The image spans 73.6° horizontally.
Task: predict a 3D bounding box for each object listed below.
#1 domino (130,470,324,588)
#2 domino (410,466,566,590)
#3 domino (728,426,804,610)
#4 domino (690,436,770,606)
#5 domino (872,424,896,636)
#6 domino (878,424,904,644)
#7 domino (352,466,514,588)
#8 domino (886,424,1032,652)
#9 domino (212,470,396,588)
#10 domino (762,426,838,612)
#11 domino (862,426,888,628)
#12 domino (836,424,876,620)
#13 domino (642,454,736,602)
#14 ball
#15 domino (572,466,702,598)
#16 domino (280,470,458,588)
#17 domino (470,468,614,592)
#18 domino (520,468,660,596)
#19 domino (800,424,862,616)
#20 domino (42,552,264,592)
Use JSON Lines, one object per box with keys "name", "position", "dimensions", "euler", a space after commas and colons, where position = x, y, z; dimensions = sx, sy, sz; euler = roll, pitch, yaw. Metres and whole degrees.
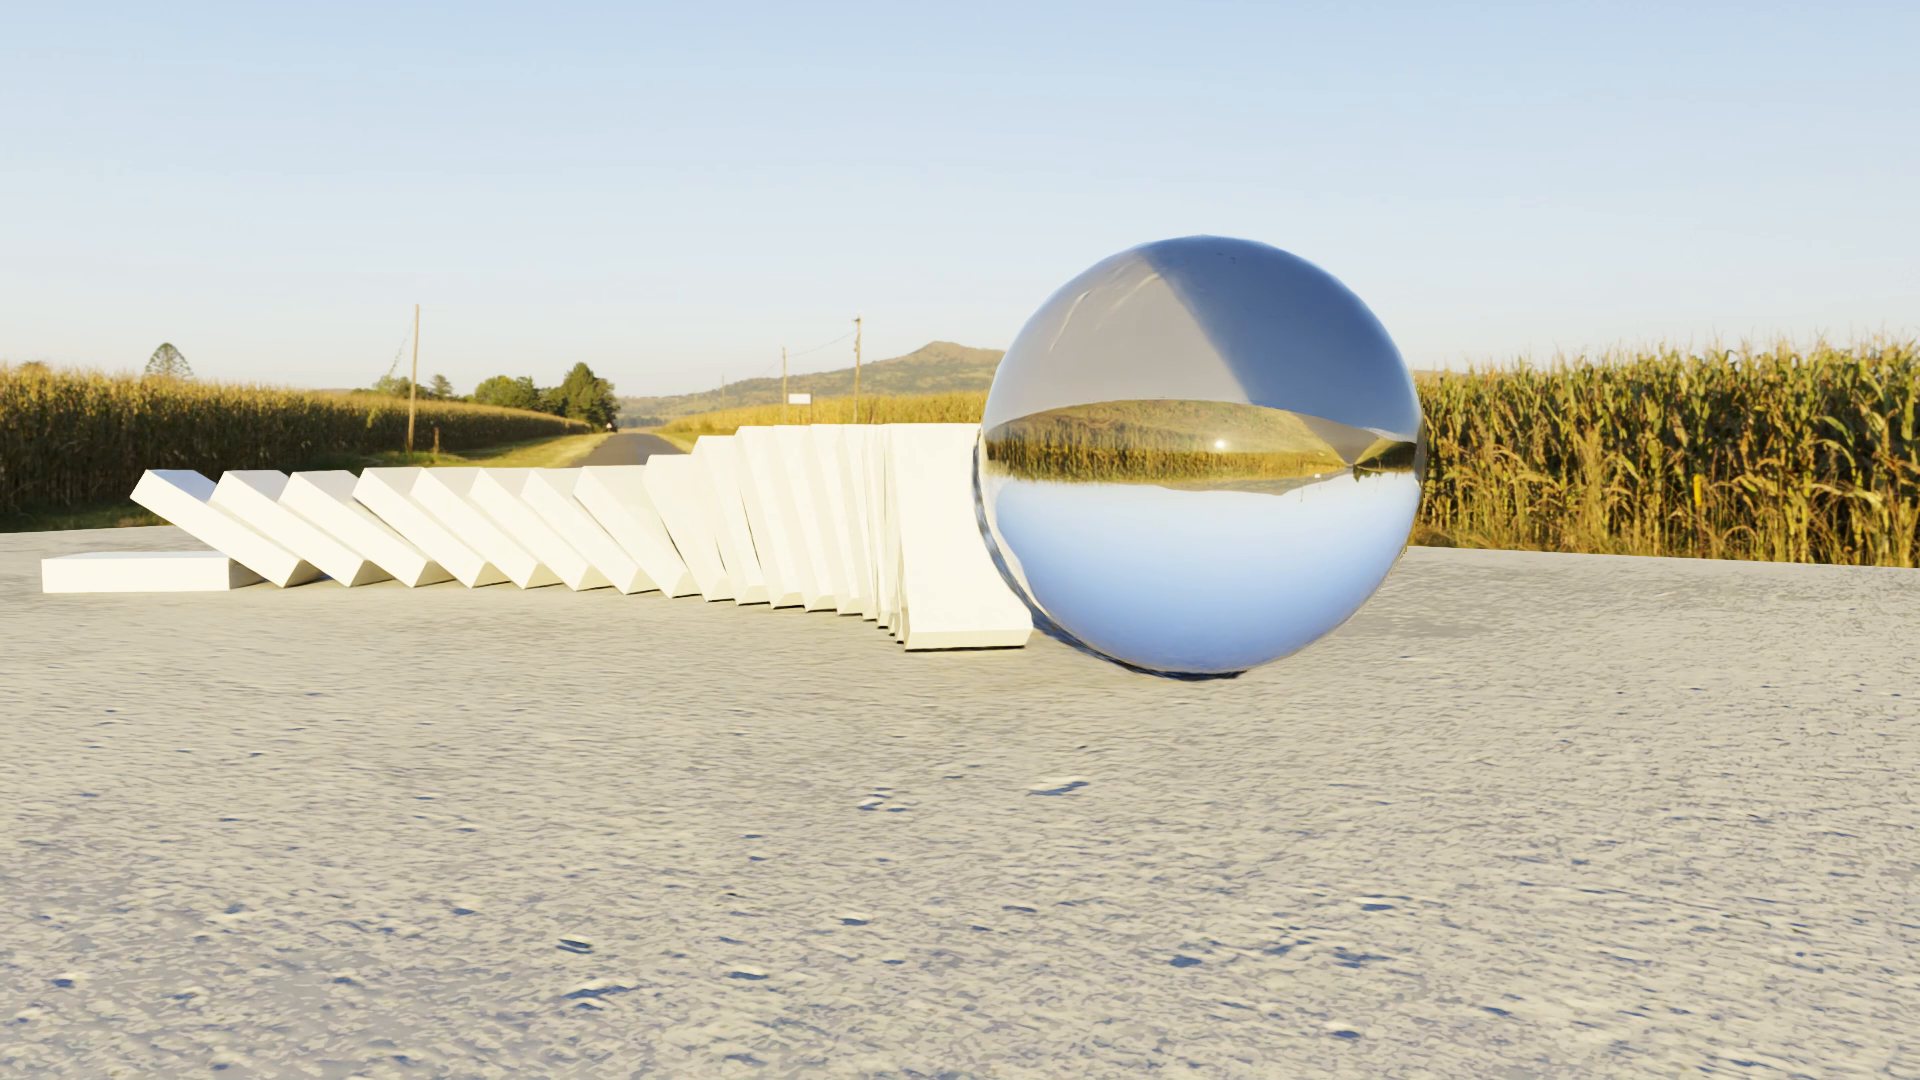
{"name": "domino", "position": [-0.218, -0.004, 0.386], "dimensions": [0.050, 0.009, 0.025], "euler": [32, 1, -4]}
{"name": "domino", "position": [-0.140, -0.004, 0.391], "dimensions": [0.050, 0.009, 0.025], "euler": [36, 16, 16]}
{"name": "domino", "position": [-0.043, -0.007, 0.343], "dimensions": [0.025, 0.050, 0.009], "euler": [-3, -28, -33]}
{"name": "domino", "position": [-0.055, -0.006, 0.352], "dimensions": [0.025, 0.050, 0.009], "euler": [-3, -34, -34]}
{"name": "domino", "position": [-0.005, -0.003, 0.295], "dimensions": [0.025, 0.050, 0.009], "euler": [-1, -29, -11]}
{"name": "domino", "position": [-0.003, -0.002, 0.284], "dimensions": [0.025, 0.050, 0.010], "euler": [-1, -29, -11]}
{"name": "domino", "position": [-0.158, -0.005, 0.394], "dimensions": [0.050, 0.010, 0.025], "euler": [35, 13, 12]}
{"name": "domino", "position": [-0.001, -0.001, 0.273], "dimensions": [0.025, 0.050, 0.009], "euler": [-1, -29, -11]}
{"name": "domino", "position": [-0.198, -0.004, 0.392], "dimensions": [0.050, 0.009, 0.025], "euler": [32, 6, 3]}
{"name": "domino", "position": [-0.033, -0.006, 0.336], "dimensions": [0.025, 0.050, 0.010], "euler": [-2, -28, -33]}
{"name": "domino", "position": [-0.009, -0.004, 0.306], "dimensions": [0.025, 0.050, 0.009], "euler": [-1, -29, -11]}
{"name": "domino", "position": [-0.014, -0.005, 0.318], "dimensions": [0.025, 0.050, 0.009], "euler": [-1, -29, -21]}
{"name": "domino", "position": [-0.069, -0.004, 0.364], "dimensions": [0.025, 0.009, 0.050], "euler": [-4, 45, -39]}
{"name": "ball", "position": [0.043, -0.015, 0.236], "dimensions": [0.080, 0.080, 0.080], "euler": [0, 4, 0]}
{"name": "domino", "position": [-0.087, -0.003, 0.372], "dimensions": [0.050, 0.009, 0.025], "euler": [42, 26, 26]}
{"name": "domino", "position": [-0.178, -0.004, 0.393], "dimensions": [0.050, 0.009, 0.025], "euler": [32, 9, 6]}
{"name": "domino", "position": [-0.121, -0.004, 0.387], "dimensions": [0.050, 0.009, 0.025], "euler": [37, 19, 20]}
{"name": "domino", "position": [-0.104, -0.003, 0.380], "dimensions": [0.050, 0.009, 0.025], "euler": [38, 22, 23]}
{"name": "domino", "position": [-0.023, -0.006, 0.328], "dimensions": [0.025, 0.050, 0.010], "euler": [-1, -29, -28]}
{"name": "domino", "position": [-0.239, 0.009, 0.382], "dimensions": [0.050, 0.009, 0.025], "euler": [-1, 4, -7]}
